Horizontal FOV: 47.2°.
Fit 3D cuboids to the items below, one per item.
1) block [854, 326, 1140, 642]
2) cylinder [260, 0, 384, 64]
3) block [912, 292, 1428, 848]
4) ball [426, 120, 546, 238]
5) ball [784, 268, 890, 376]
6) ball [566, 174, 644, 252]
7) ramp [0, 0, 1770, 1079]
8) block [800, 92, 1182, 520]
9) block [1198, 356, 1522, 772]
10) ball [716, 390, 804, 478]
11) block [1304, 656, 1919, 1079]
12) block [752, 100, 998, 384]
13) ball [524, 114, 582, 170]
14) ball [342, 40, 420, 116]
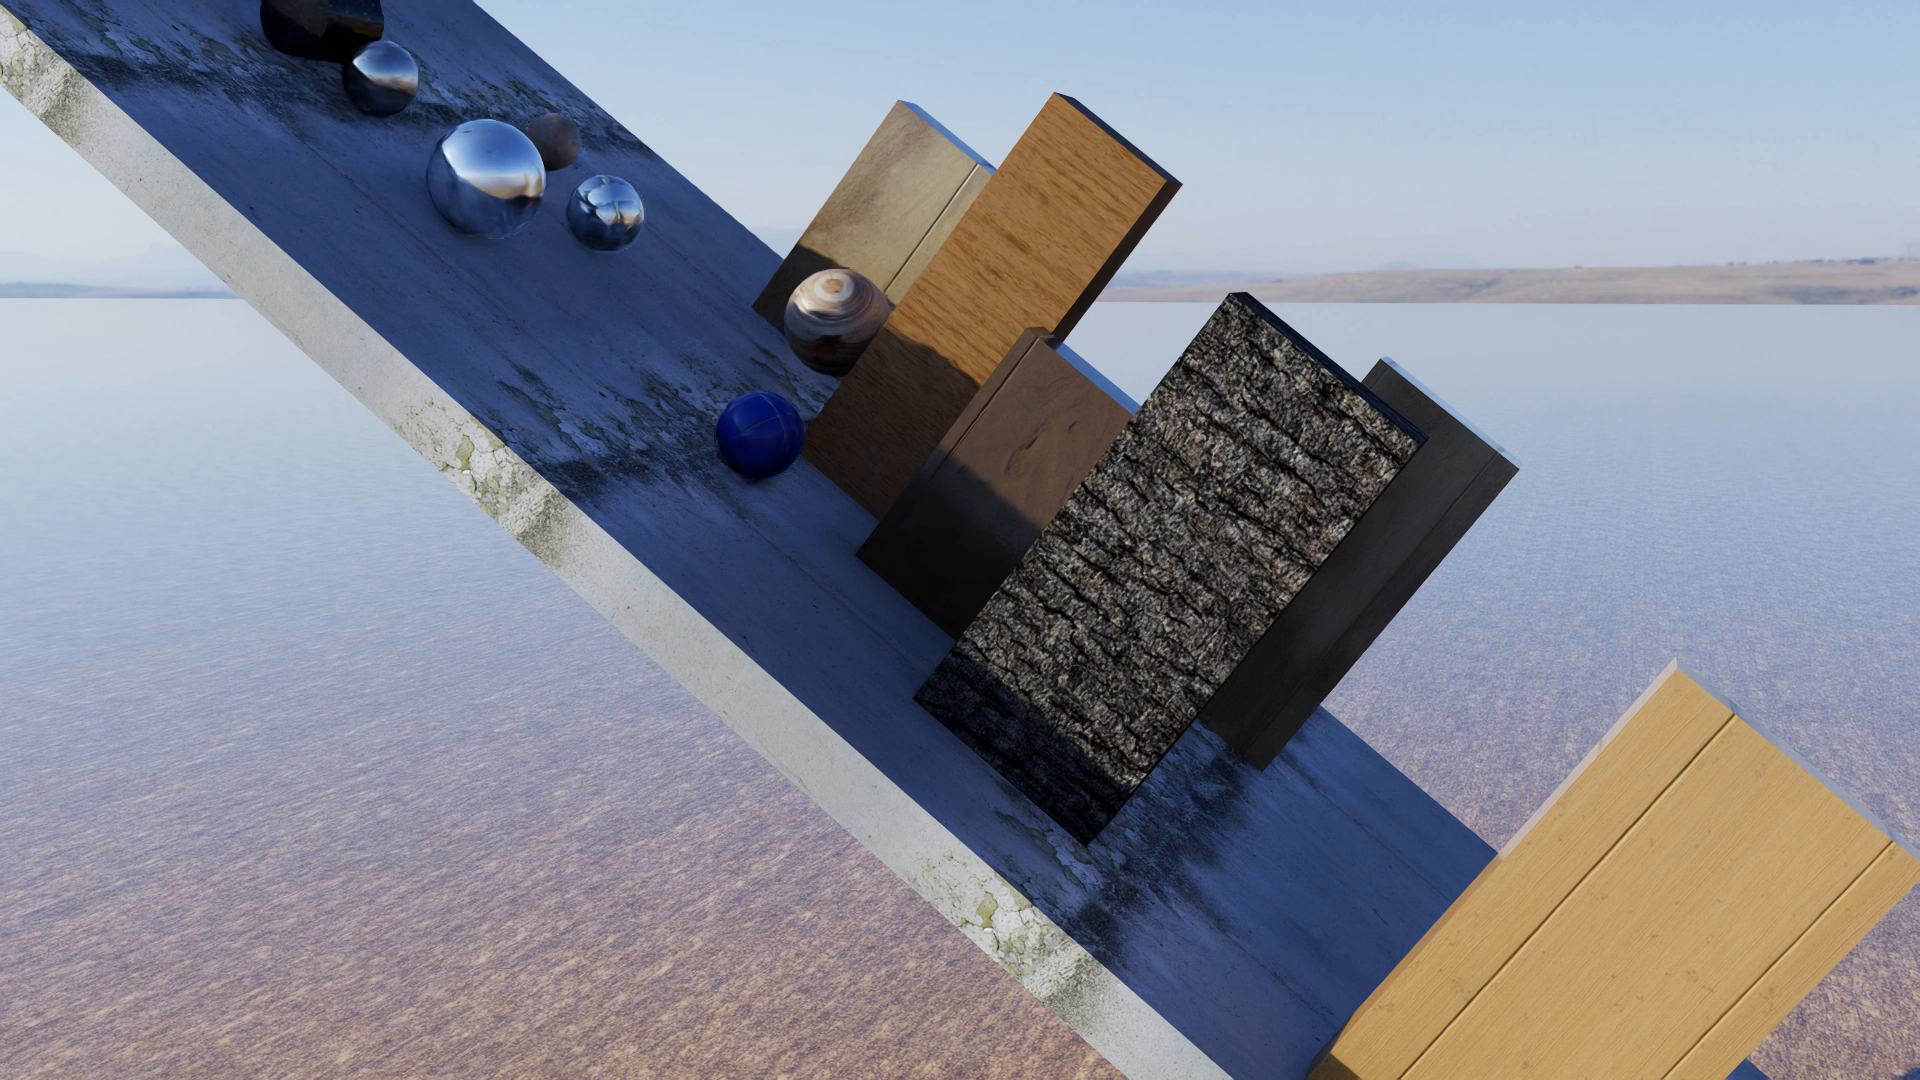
[{"bbox_3d":[0.145,-0.029,3.684,0.435,0.490,0.109,40,16,9],"label":"block"},{"bbox_3d":[-1.175,-0.963,4.054,0.155,0.155,0.155,3,6,24],"label":"cylinder"},{"bbox_3d":[0.308,0.046,3.292,0.346,0.781,0.147,40,16,9],"label":"block"},{"bbox_3d":[-0.819,-0.625,3.806,0.202,0.202,0.202,0,7,0],"label":"ball"},{"bbox_3d":[-0.226,-0.401,4.057,0.198,0.198,0.198,0,7,0],"label":"ball"},{"bbox_3d":[-0.679,-0.625,4.210,0.146,0.146,0.146,0,7,0],"label":"ball"},{"bbox_3d":[-0.033,0.088,4.055,4.000,0.100,2.000,40,16,9],"label":"ramp"},{"bbox_3d":[0.046,-0.397,3.943,0.252,0.794,0.143,40,16,9],"label":"block"},{"bbox_3d":[0.692,0.048,4.170,0.322,0.748,0.127,40,16,9],"label":"block"},{"bbox_3d":[-0.336,-0.177,3.694,0.147,0.147,0.147,0,7,0],"label":"ball"},{"bbox_3d":[0.877,0.587,3.002,0.401,0.780,0.095,40,16,9],"label":"block"},{"bbox_3d":[-0.098,-0.557,4.556,0.441,0.534,0.116,40,16,9],"label":"block"},{"bbox_3d":[-0.826,-0.808,4.461,0.114,0.114,0.114,0,7,0],"label":"ball"},{"bbox_3d":[-1.059,-0.845,4.022,0.137,0.137,0.137,0,7,0],"label":"ball"}]
